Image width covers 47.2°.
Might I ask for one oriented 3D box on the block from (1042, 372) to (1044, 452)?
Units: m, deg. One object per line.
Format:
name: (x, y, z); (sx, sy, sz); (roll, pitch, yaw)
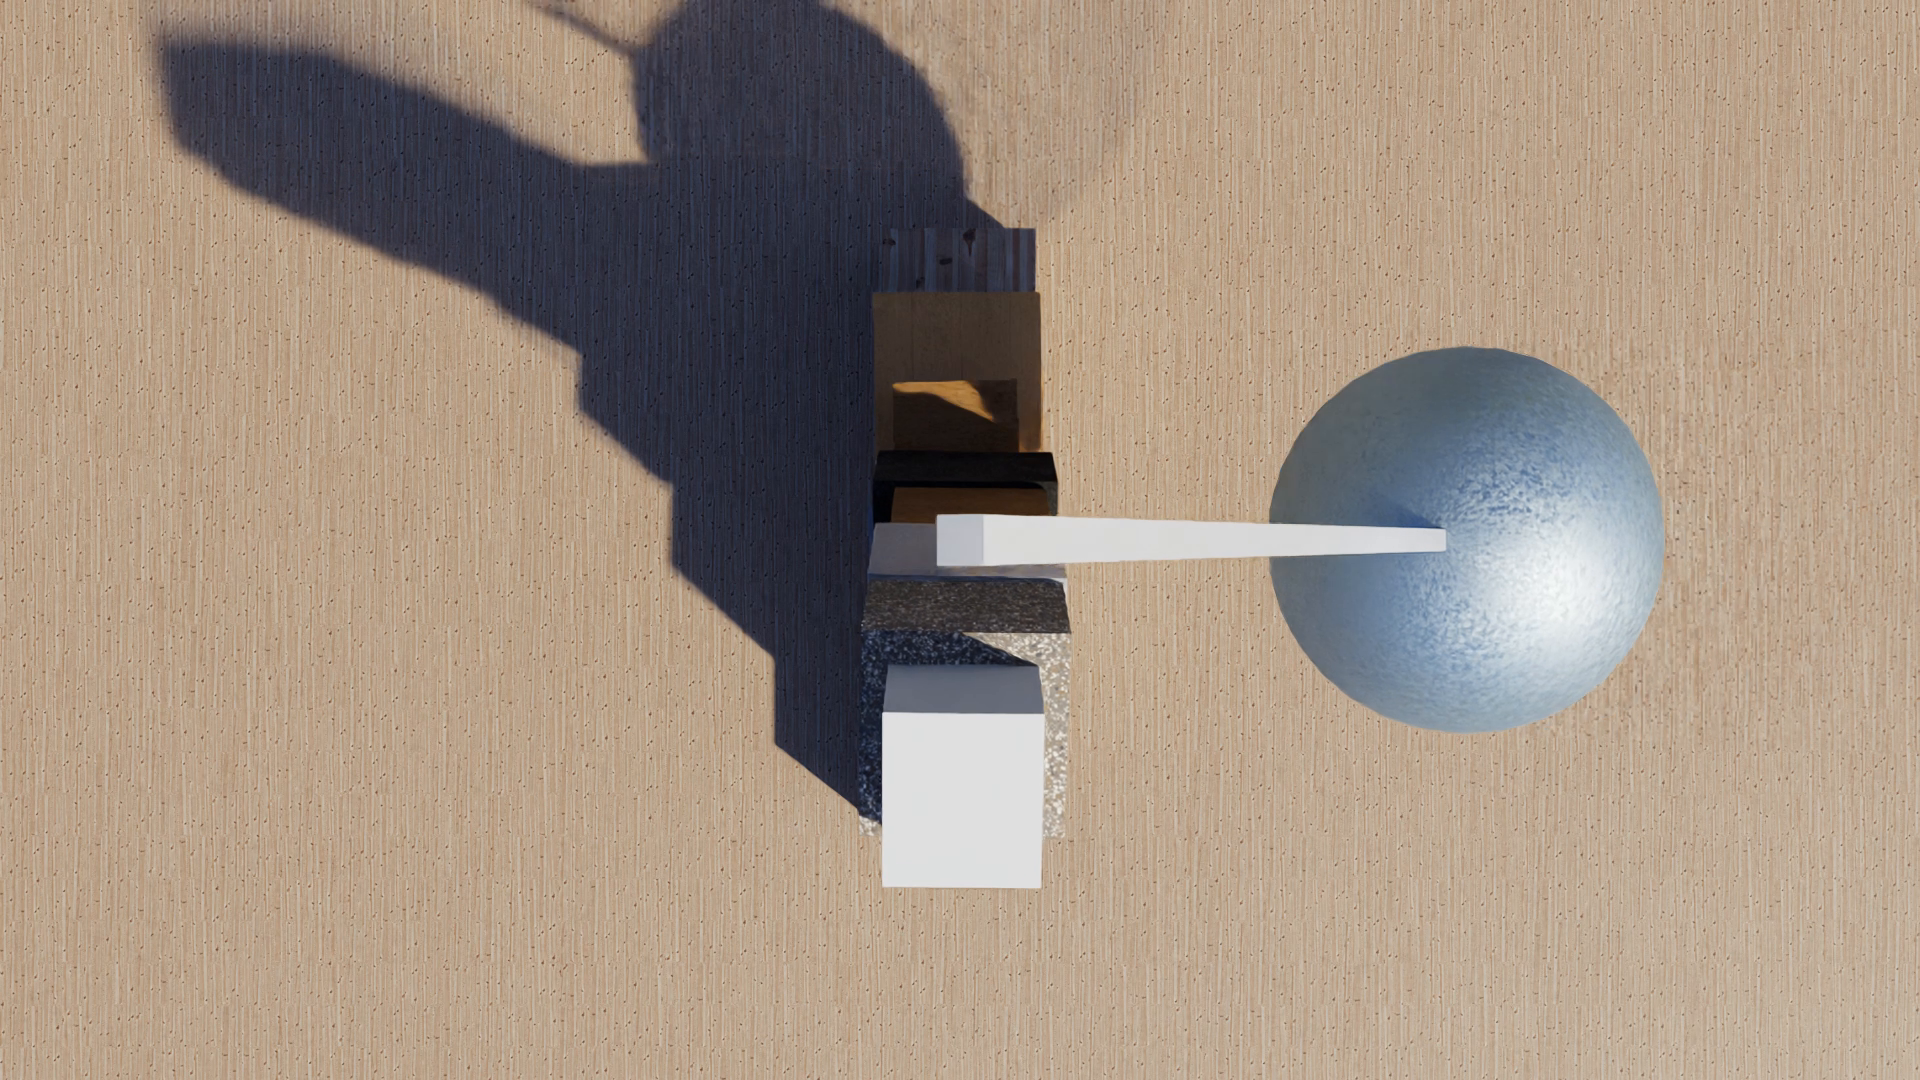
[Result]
block: (0.003, -0.463, 12.560); (0.919, 0.879, 0.932); (0, 90, 0)

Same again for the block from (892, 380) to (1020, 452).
block: (-0.019, -0.477, 10.892); (0.598, 0.709, 0.565); (-2, 90, 0)

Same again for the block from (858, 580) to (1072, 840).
block: (0.014, 0.606, 8.038); (0.730, 0.663, 0.760); (1, 104, 0)

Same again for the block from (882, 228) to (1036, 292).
block: (-0.004, -1.334, 12.606); (0.850, 0.788, 0.792); (0, 90, 0)

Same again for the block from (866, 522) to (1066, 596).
block: (0.018, 0.405, 8.747); (0.751, 0.810, 0.761); (1, 104, 0)

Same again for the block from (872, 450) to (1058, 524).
block: (0.022, 0.040, 10.220); (0.826, 0.692, 0.785); (0, 103, 0)

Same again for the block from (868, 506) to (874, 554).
block: (-0.026, 0.263, 10.986); (0.824, 0.662, 0.829); (-1, 85, 0)

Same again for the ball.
ball: (2.074, 0.000, 9.081); (1.600, 1.600, 1.600); (0, 90, 0)

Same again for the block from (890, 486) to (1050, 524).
block: (0.040, 0.219, 9.510); (0.671, 0.761, 0.740); (1, 104, 0)

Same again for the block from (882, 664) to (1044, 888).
block: (0.009, 0.793, 7.471); (0.526, 0.527, 0.607); (1, 104, 0)

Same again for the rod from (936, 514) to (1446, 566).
rod: (0.899, 0.000, 5.891); (0.080, 5.200, 0.080); (0, 90, 20)

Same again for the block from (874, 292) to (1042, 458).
block: (-0.011, -0.842, 11.684); (0.855, 0.873, 0.853); (0, 90, 0)
